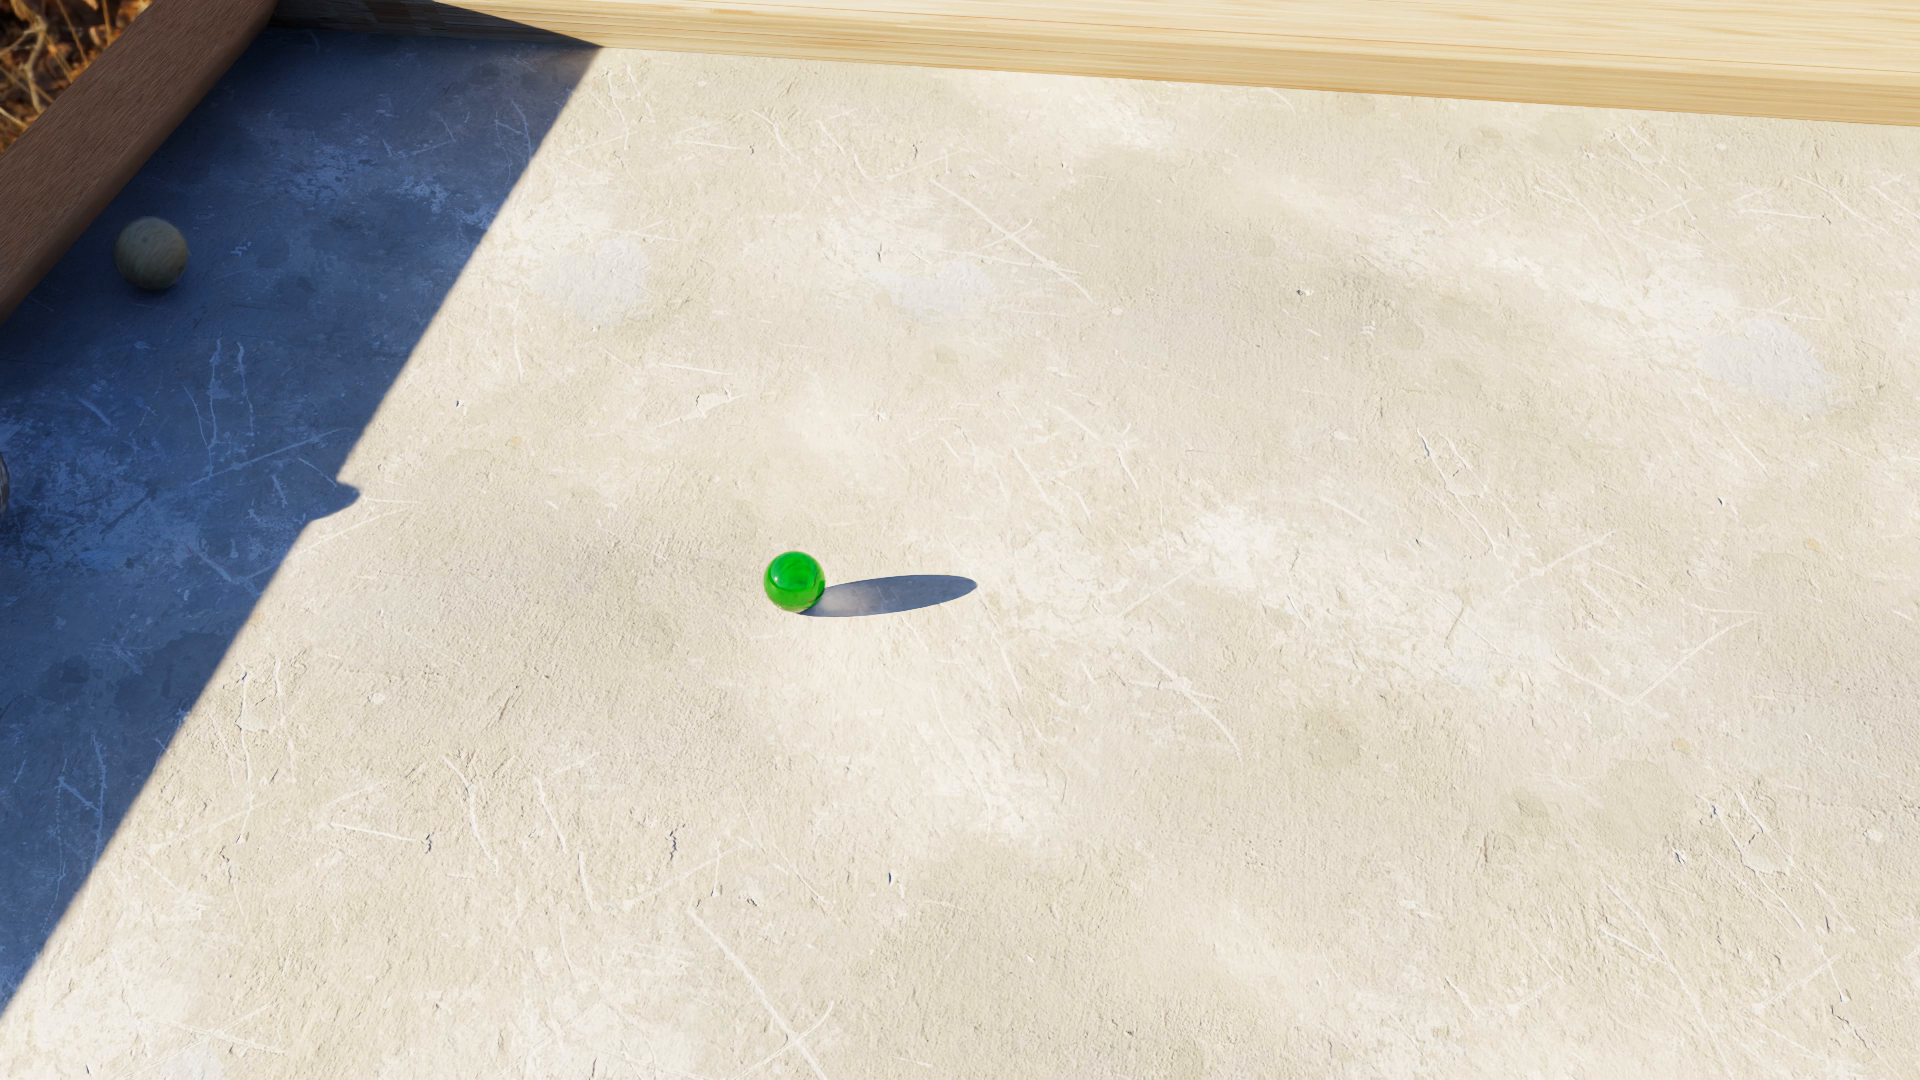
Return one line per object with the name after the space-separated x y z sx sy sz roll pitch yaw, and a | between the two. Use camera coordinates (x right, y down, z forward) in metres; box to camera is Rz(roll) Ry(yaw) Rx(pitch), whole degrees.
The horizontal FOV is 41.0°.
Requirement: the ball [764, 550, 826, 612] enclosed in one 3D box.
-0.119 0.030 1.841 0.045 0.045 0.045 0 35 0 | ball

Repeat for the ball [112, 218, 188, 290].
-0.701 -0.248 2.222 0.063 0.063 0.063 0 35 0 | ball

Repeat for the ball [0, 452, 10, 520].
-0.753 -0.040 1.894 0.098 0.098 0.098 0 35 0 | ball

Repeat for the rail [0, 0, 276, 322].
-0.829 -0.099 1.951 0.045 0.128 1.735 5 35 7 | rail

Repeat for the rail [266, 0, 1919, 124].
0.972 -0.441 2.439 3.445 0.128 0.045 5 35 7 | rail
